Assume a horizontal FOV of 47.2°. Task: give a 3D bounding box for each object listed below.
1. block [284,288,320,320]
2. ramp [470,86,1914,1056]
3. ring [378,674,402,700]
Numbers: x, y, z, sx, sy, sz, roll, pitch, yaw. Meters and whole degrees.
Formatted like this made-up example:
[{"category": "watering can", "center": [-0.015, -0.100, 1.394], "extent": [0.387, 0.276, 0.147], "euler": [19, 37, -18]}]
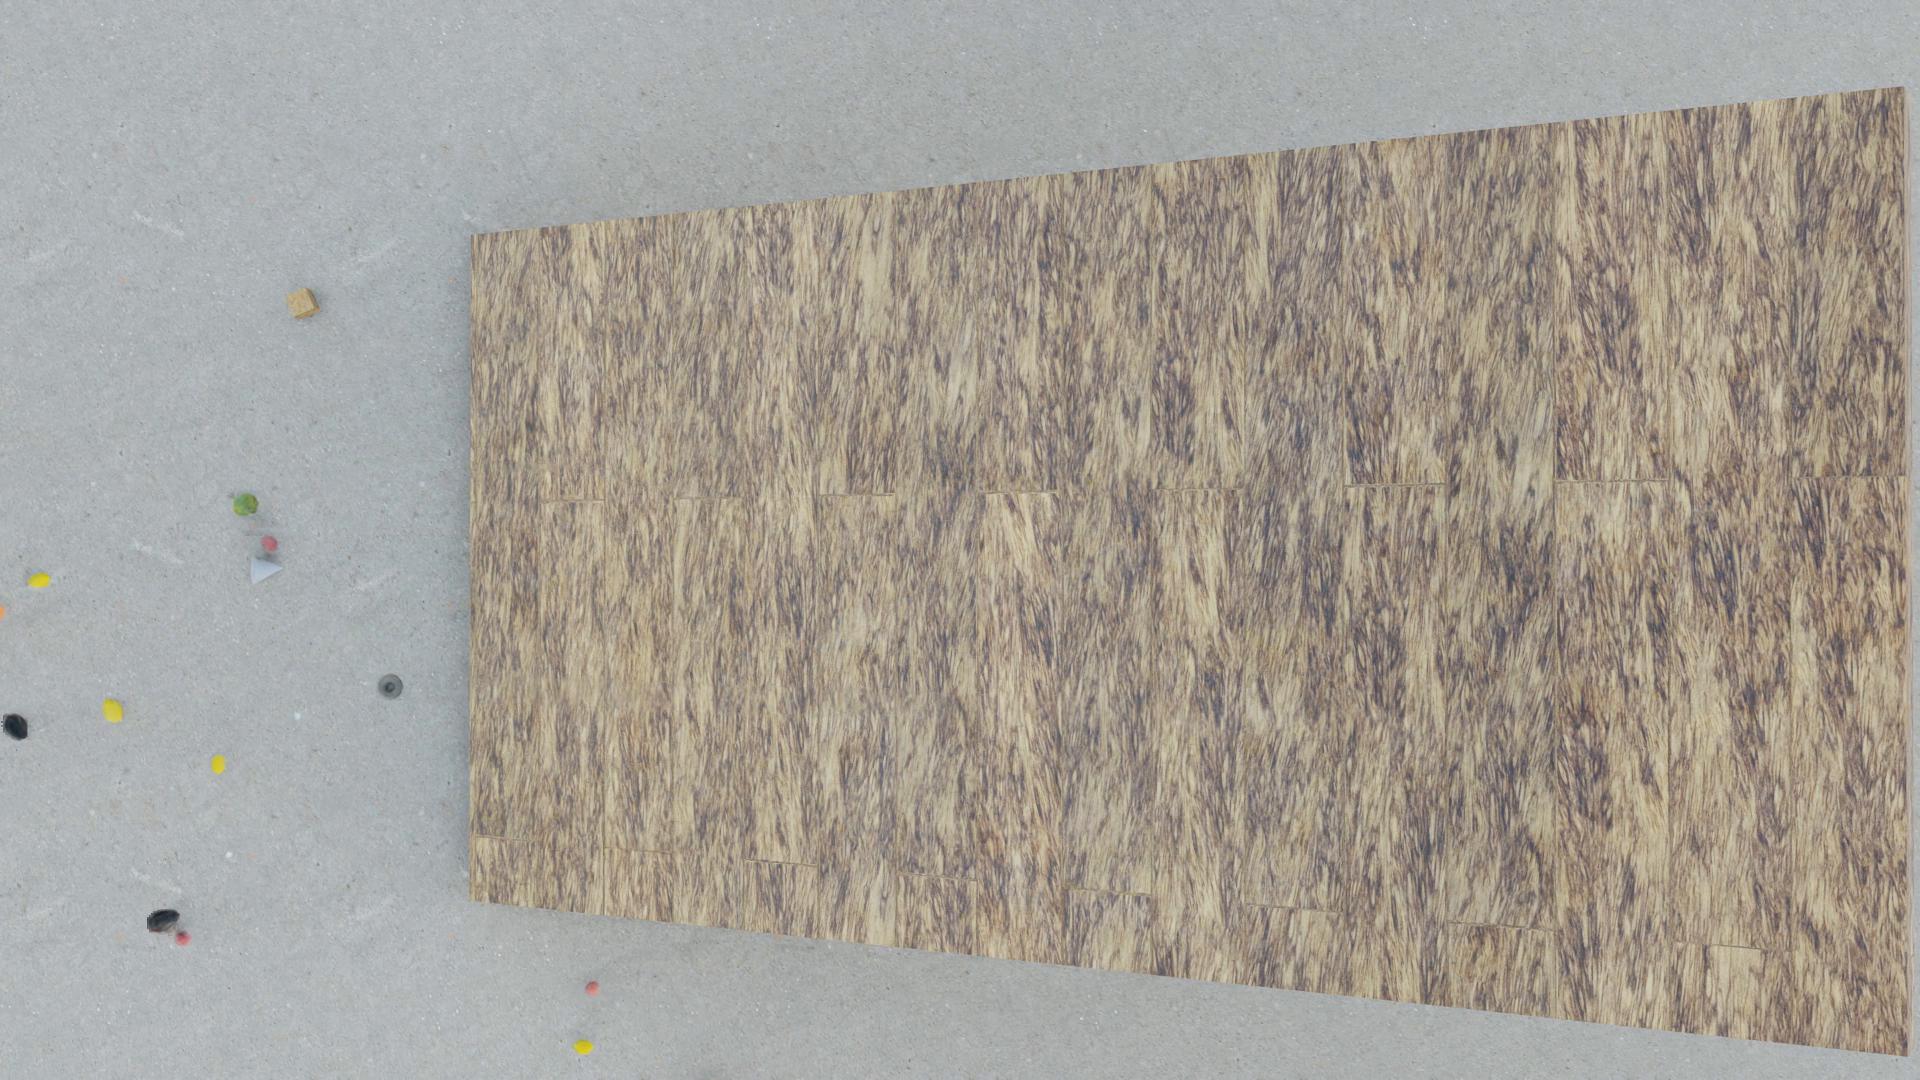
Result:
[{"category": "block", "center": [-1.992, -0.717, 6.665], "extent": [0.068, 0.068, 0.068], "euler": [-24, 90, 0]}, {"category": "ramp", "center": [0.265, 0.073, 5.611], "extent": [4.000, 0.100, 2.000], "euler": [0, 89, 31]}, {"category": "ring", "center": [-1.730, 0.446, 6.676], "extent": [0.075, 0.025, 0.075], "euler": [0, 88, 0]}]
